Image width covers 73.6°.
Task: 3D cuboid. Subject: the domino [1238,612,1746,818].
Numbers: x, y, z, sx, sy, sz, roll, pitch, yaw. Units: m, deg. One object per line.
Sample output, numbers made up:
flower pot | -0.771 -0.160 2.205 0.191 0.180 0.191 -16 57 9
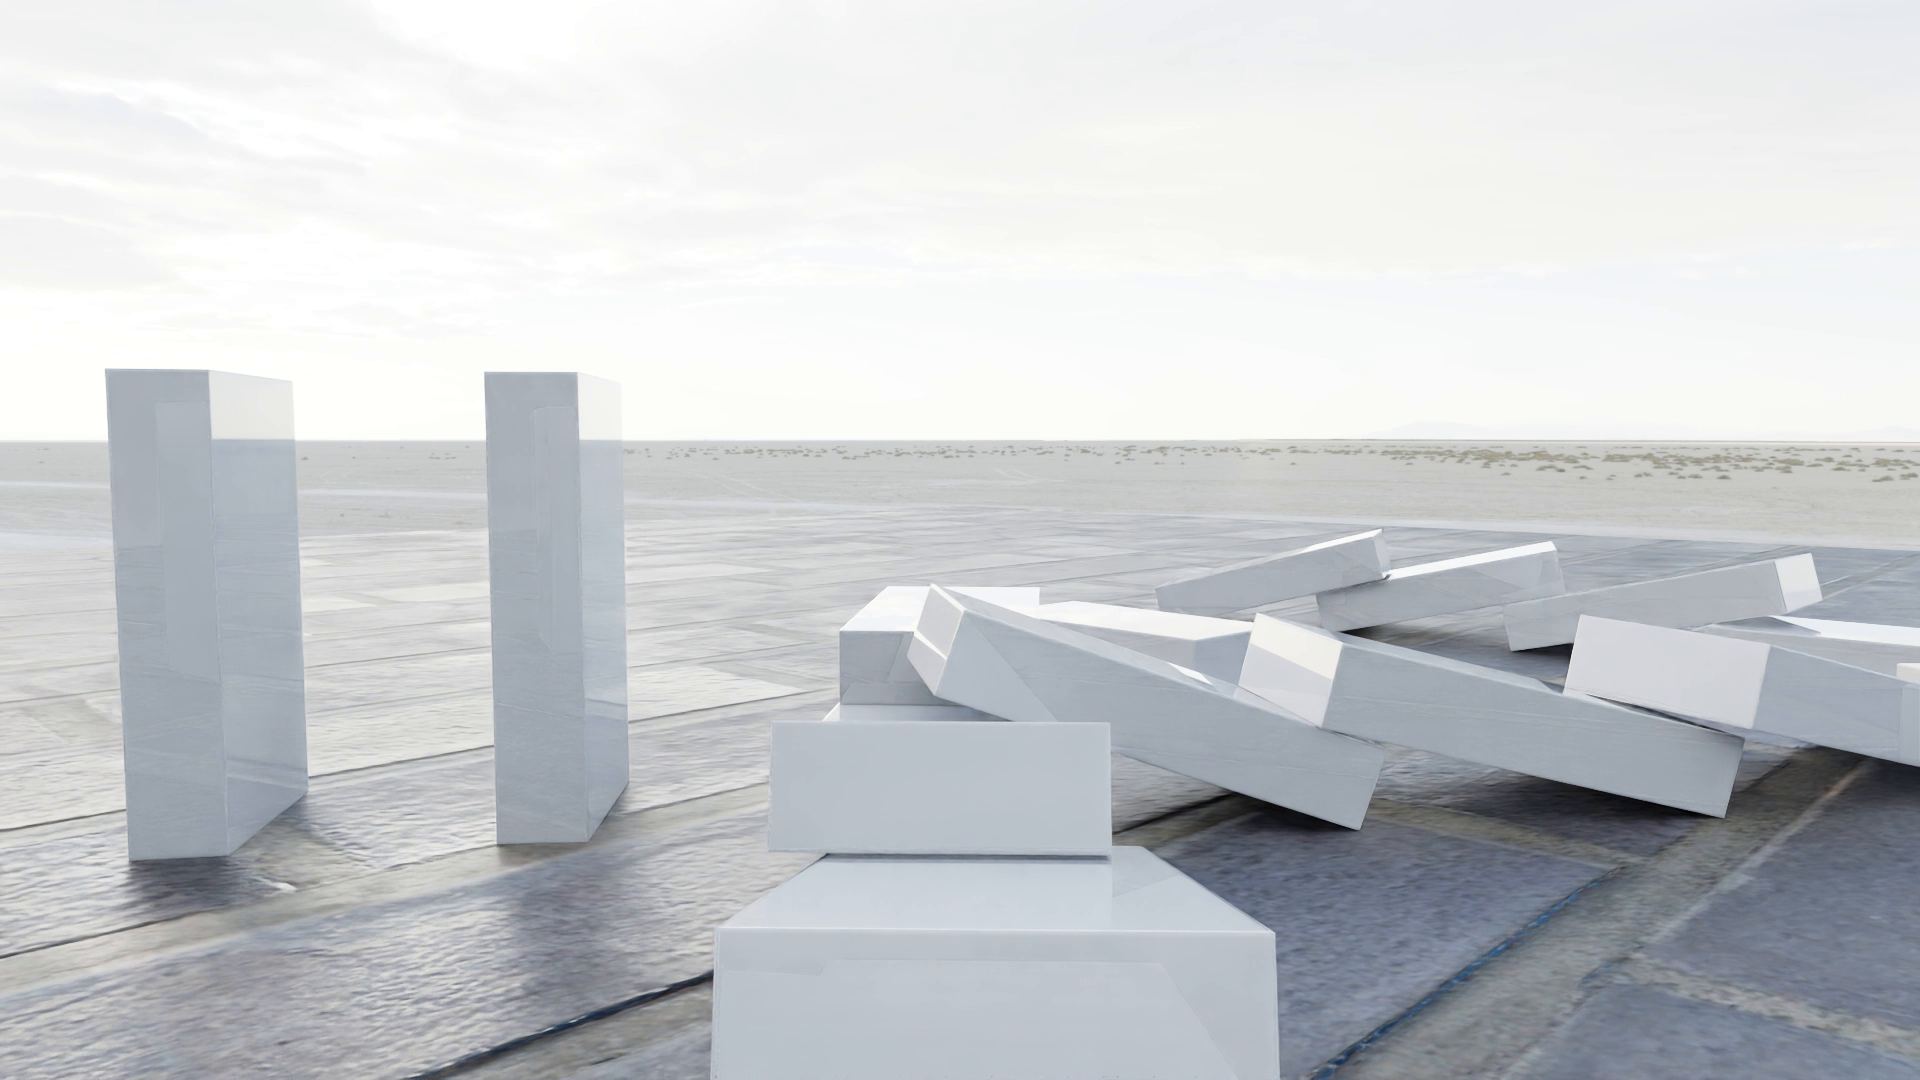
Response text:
domino | 0.062 0.020 0.154 0.050 0.009 0.025 13 2 -9

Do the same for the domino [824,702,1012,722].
domino | -0.002 0.025 0.173 0.025 0.010 0.050 0 4 5

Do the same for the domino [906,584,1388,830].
domino | 0.020 0.019 0.149 0.050 0.010 0.025 19 1 -10

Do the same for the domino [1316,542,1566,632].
domino | 0.108 0.011 0.289 0.050 0.009 0.025 -12 -1 23

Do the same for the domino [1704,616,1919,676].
domino | 0.161 0.021 0.224 0.025 0.010 0.050 -4 6 -43

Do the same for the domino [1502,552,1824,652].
domino | 0.138 0.013 0.254 0.025 0.009 0.050 -4 -9 -44

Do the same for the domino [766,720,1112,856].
domino | -0.001 0.023 0.118 0.025 0.009 0.050 0 -11 1

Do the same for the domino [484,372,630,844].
domino | -0.045 0.007 0.147 0.009 0.050 0.025 0 4 -5

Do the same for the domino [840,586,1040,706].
domino | -0.001 0.014 0.186 0.025 0.010 0.050 0 4 4

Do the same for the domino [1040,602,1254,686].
domino | 0.032 0.020 0.243 0.025 0.010 0.050 -4 6 -43

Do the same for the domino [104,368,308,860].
domino | -0.082 0.007 0.142 0.009 0.050 0.025 -1 4 -10

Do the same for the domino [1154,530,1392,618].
domino | 0.073 0.009 0.300 0.050 0.009 0.025 -15 -2 23

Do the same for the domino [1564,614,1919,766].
domino | 0.105 0.020 0.160 0.050 0.009 0.025 13 -1 -23

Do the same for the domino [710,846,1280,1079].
domino | 0.002 0.026 0.081 0.025 0.010 0.050 0 -9 1

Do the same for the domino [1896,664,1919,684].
domino | 0.153 0.025 0.168 0.025 0.009 0.050 0 4 2
